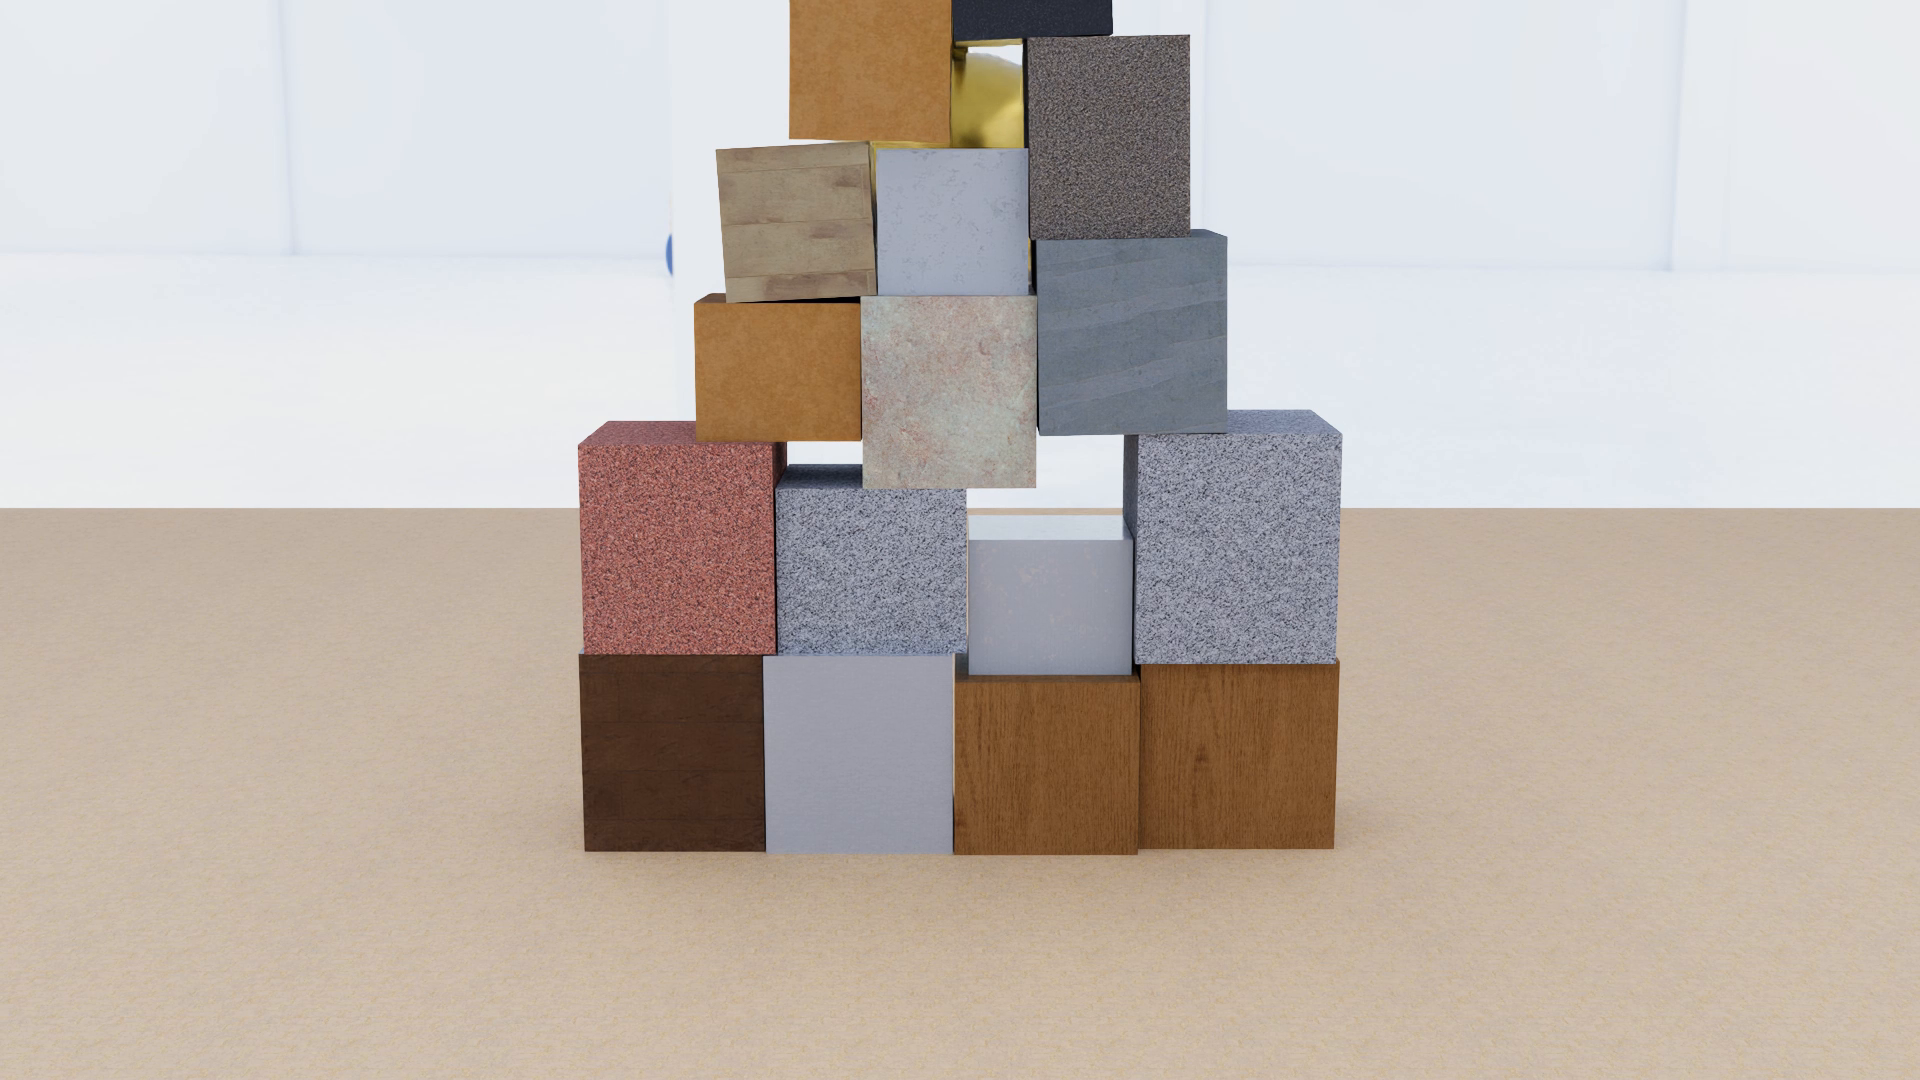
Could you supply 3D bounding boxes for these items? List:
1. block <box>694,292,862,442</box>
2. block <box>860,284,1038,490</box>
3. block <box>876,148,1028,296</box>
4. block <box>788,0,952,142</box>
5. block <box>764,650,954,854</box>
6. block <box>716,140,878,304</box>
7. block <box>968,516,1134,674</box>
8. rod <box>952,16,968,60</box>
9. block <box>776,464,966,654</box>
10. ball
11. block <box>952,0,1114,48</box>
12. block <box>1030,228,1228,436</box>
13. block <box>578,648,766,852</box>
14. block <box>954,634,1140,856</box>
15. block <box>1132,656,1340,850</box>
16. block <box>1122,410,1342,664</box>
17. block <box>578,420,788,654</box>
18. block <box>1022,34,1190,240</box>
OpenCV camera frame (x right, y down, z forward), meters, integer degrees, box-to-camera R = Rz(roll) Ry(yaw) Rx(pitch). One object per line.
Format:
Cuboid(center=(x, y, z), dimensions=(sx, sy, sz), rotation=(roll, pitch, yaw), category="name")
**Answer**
Cuboid(center=(-0.884, -0.875, 11.020), dimensions=(0.805, 0.673, 0.725), rotation=(0, 10, 0), category="block")
Cuboid(center=(-0.052, -0.788, 11.057), dimensions=(0.845, 0.931, 0.906), rotation=(0, 10, 0), category="block")
Cuboid(center=(-0.035, -1.588, 10.909), dimensions=(0.727, 0.697, 0.697), rotation=(0, 10, 0), category="block")
Cuboid(center=(-0.425, -2.295, 10.768), dimensions=(0.762, 0.670, 0.792), rotation=(1, 10, 0), category="block")
Cuboid(center=(-0.501, 0.979, 11.358), dimensions=(0.929, 1.010, 0.988), rotation=(0, 10, 0), category="block")
Cuboid(center=(-0.783, -1.584, 10.881), dimensions=(0.727, 0.732, 0.695), rotation=(-3, 10, 1), category="block")
Cuboid(center=(0.448, 0.271, 11.235), dimensions=(0.809, 0.684, 0.717), rotation=(0, 10, 0), category="block")
Cuboid(center=(0.000, -4.984, 11.188), dimensions=(0.080, 5.200, 0.080), rotation=(0, 31, 0), category="rod")
Cuboid(center=(-0.432, 0.079, 11.190), dimensions=(0.931, 0.821, 0.849), rotation=(0, 10, 0), category="block")
Cuboid(center=(0.000, -2.055, 12.915), dimensions=(1.600, 1.600, 1.600), rotation=(0, 10, 0), category="ball")
Cuboid(center=(0.330, -2.803, 10.664), dimensions=(0.751, 0.753, 0.778), rotation=(-3, 10, 0), category="block")
Cuboid(center=(0.825, -1.054, 10.977), dimensions=(0.904, 0.935, 0.973), rotation=(-1, 10, 0), category="block")
Cuboid(center=(-1.426, 0.976, 11.357), dimensions=(0.901, 1.016, 0.925), rotation=(0, 10, 0), category="block")
Cuboid(center=(0.429, 1.039, 11.383), dimensions=(0.912, 0.882, 1.058), rotation=(0, 10, 0), category="block")
Cuboid(center=(1.386, 0.997, 11.374), dimensions=(0.981, 0.968, 0.870), rotation=(0, 10, 0), category="block")
Cuboid(center=(1.354, -0.040, 11.188), dimensions=(0.984, 1.139, 0.988), rotation=(0, 10, 0), category="block")
Cuboid(center=(-1.377, -0.033, 11.167), dimensions=(0.938, 1.037, 0.943), rotation=(0, 10, 0), category="block")
Cuboid(center=(0.708, -1.980, 10.834), dimensions=(0.762, 0.942, 0.903), rotation=(-1, 10, 0), category="block")
